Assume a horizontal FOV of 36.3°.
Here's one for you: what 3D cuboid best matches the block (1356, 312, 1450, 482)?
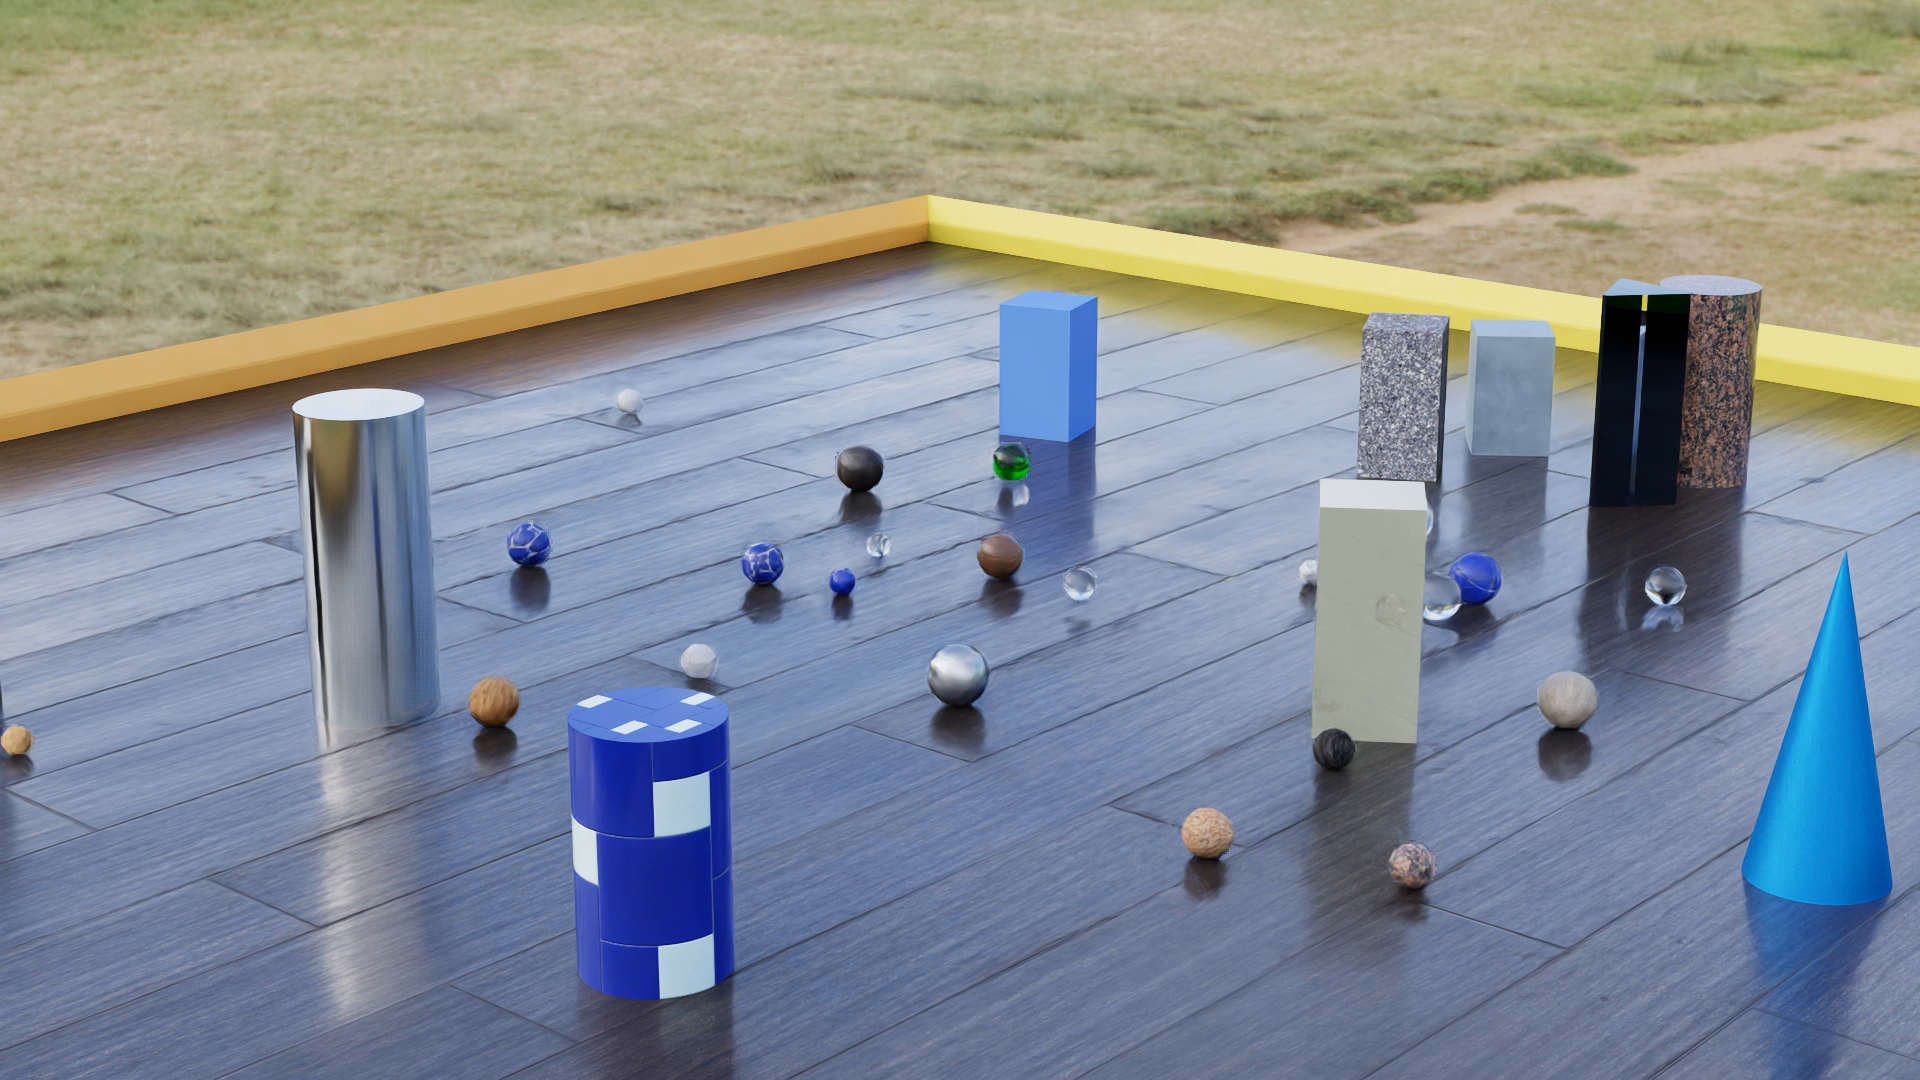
[{"bbox_3d":[0.890,-0.289,5.885,0.157,0.303,0.157,4,17,13],"label":"block"}]

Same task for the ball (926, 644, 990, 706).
[{"bbox_3d":[-0.003,0.210,4.583,0.098,0.098,0.098,0,17,0],"label":"ball"}]

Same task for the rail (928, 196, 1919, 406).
[{"bbox_3d":[1.552,-0.484,6.832,4.394,0.128,0.045,14,22,39],"label":"rail"}]

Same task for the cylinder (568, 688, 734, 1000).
[{"bbox_3d":[-0.381,0.373,3.632,0.197,0.335,0.197,0,17,0],"label":"cylinder"}]

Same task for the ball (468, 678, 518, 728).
[{"bbox_3d":[-0.715,0.249,4.494,0.076,0.076,0.076,0,17,0],"label":"ball"}]

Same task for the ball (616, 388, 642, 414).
[{"bbox_3d":[-0.717,-0.301,6.357,0.054,0.054,0.054,0,17,0],"label":"ball"}]

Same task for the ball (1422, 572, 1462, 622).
[{"bbox_3d":[0.811,0.096,4.987,0.084,0.084,0.084,0,17,0],"label":"ball"}]

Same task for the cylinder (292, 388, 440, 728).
[{"bbox_3d":[-0.913,0.027,4.519,0.197,0.486,0.197,0,17,0],"label":"cylinder"}]

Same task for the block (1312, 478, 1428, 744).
[{"bbox_3d":[0.621,0.107,4.462,0.157,0.367,0.157,2,17,6],"label":"block"}]

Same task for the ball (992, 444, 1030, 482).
[{"bbox_3d":[0.101,-0.155,5.835,0.075,0.075,0.075,0,17,0],"label":"ball"}]

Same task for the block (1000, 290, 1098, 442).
[{"bbox_3d":[0.187,-0.369,6.189,0.157,0.280,0.157,7,18,23],"label":"block"}]

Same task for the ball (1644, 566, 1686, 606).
[{"bbox_3d":[1.219,0.080,5.067,0.069,0.069,0.069,0,17,0],"label":"ball"}]

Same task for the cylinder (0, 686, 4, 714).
[{"bbox_3d":[-1.587,0.125,4.505,0.197,0.306,0.197,0,17,0],"label":"cylinder"}]

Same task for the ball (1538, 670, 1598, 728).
[{"bbox_3d":[0.930,0.244,4.486,0.089,0.089,0.089,0,17,0],"label":"ball"}]

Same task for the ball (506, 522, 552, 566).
[{"bbox_3d":[-0.778,0.008,5.286,0.080,0.080,0.080,0,17,0],"label":"ball"}]

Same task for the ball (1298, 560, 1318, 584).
[{"bbox_3d":[0.621,0.057,5.187,0.043,0.043,0.043,0,17,0],"label":"ball"}]

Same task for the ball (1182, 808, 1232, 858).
[{"bbox_3d":[0.337,0.400,4.005,0.069,0.069,0.069,0,17,0],"label":"ball"}]

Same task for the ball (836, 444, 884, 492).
[{"bbox_3d":[-0.196,-0.142,5.759,0.094,0.094,0.094,0,17,0],"label":"ball"}]

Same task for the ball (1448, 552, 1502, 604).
[{"bbox_3d":[0.891,0.067,5.072,0.092,0.092,0.092,0,17,0],"label":"ball"}]

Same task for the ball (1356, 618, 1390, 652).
[{"bbox_3d":[0.681,0.157,4.836,0.054,0.054,0.054,0,17,0],"label":"ball"}]

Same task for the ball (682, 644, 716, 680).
[{"bbox_3d":[-0.419,0.195,4.706,0.057,0.057,0.057,0,17,0],"label":"ball"}]

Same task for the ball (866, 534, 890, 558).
[{"bbox_3d":[-0.149,0.009,5.343,0.044,0.044,0.044,0,17,0],"label":"ball"}]

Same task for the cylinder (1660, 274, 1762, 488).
[{"bbox_3d":[1.477,-0.316,5.824,0.197,0.389,0.197,0,17,0],"label":"cylinder"}]

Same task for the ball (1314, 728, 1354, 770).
[{"bbox_3d":[0.551,0.308,4.323,0.060,0.060,0.060,0,17,0],"label":"ball"}]

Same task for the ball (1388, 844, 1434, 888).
[{"bbox_3d":[0.602,0.434,3.908,0.060,0.060,0.060,0,17,0],"label":"ball"}]

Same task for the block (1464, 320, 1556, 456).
[{"bbox_3d":[1.137,-0.316,6.065,0.157,0.250,0.157,1,17,4],"label":"block"}]

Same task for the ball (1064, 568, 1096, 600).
[{"bbox_3d":[0.209,0.078,5.097,0.056,0.056,0.056,0,17,0],"label":"ball"}]

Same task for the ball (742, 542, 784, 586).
[{"bbox_3d":[-0.348,0.042,5.181,0.076,0.076,0.076,0,17,0],"label":"ball"}]

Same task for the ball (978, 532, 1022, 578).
[{"bbox_3d":[0.072,0.028,5.219,0.081,0.081,0.081,0,17,0],"label":"ball"}]

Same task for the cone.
[{"bbox_3d":[1.154,0.232,3.884,0.197,0.460,0.197,0,17,0],"label":"cone"}]

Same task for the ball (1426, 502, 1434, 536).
[{"bbox_3d":[0.831,-0.040,5.424,0.092,0.092,0.092,0,17,0],"label":"ball"}]

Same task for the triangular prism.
[{"bbox_3d":[1.294,-0.287,5.683,0.170,0.417,0.148,-2,17,-6],"label":"triangular prism"}]

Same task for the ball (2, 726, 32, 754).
[{"bbox_3d":[-1.410,0.299,4.382,0.044,0.044,0.044,0,17,0],"label":"ball"}]

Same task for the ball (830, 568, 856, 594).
[{"bbox_3d":[-0.206,0.072,5.129,0.047,0.047,0.047,0,17,0],"label":"ball"}]

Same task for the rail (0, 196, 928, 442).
[{"bbox_3d":[-1.641,-0.379,6.484,0.045,0.128,4.782,14,22,39],"label":"rail"}]
